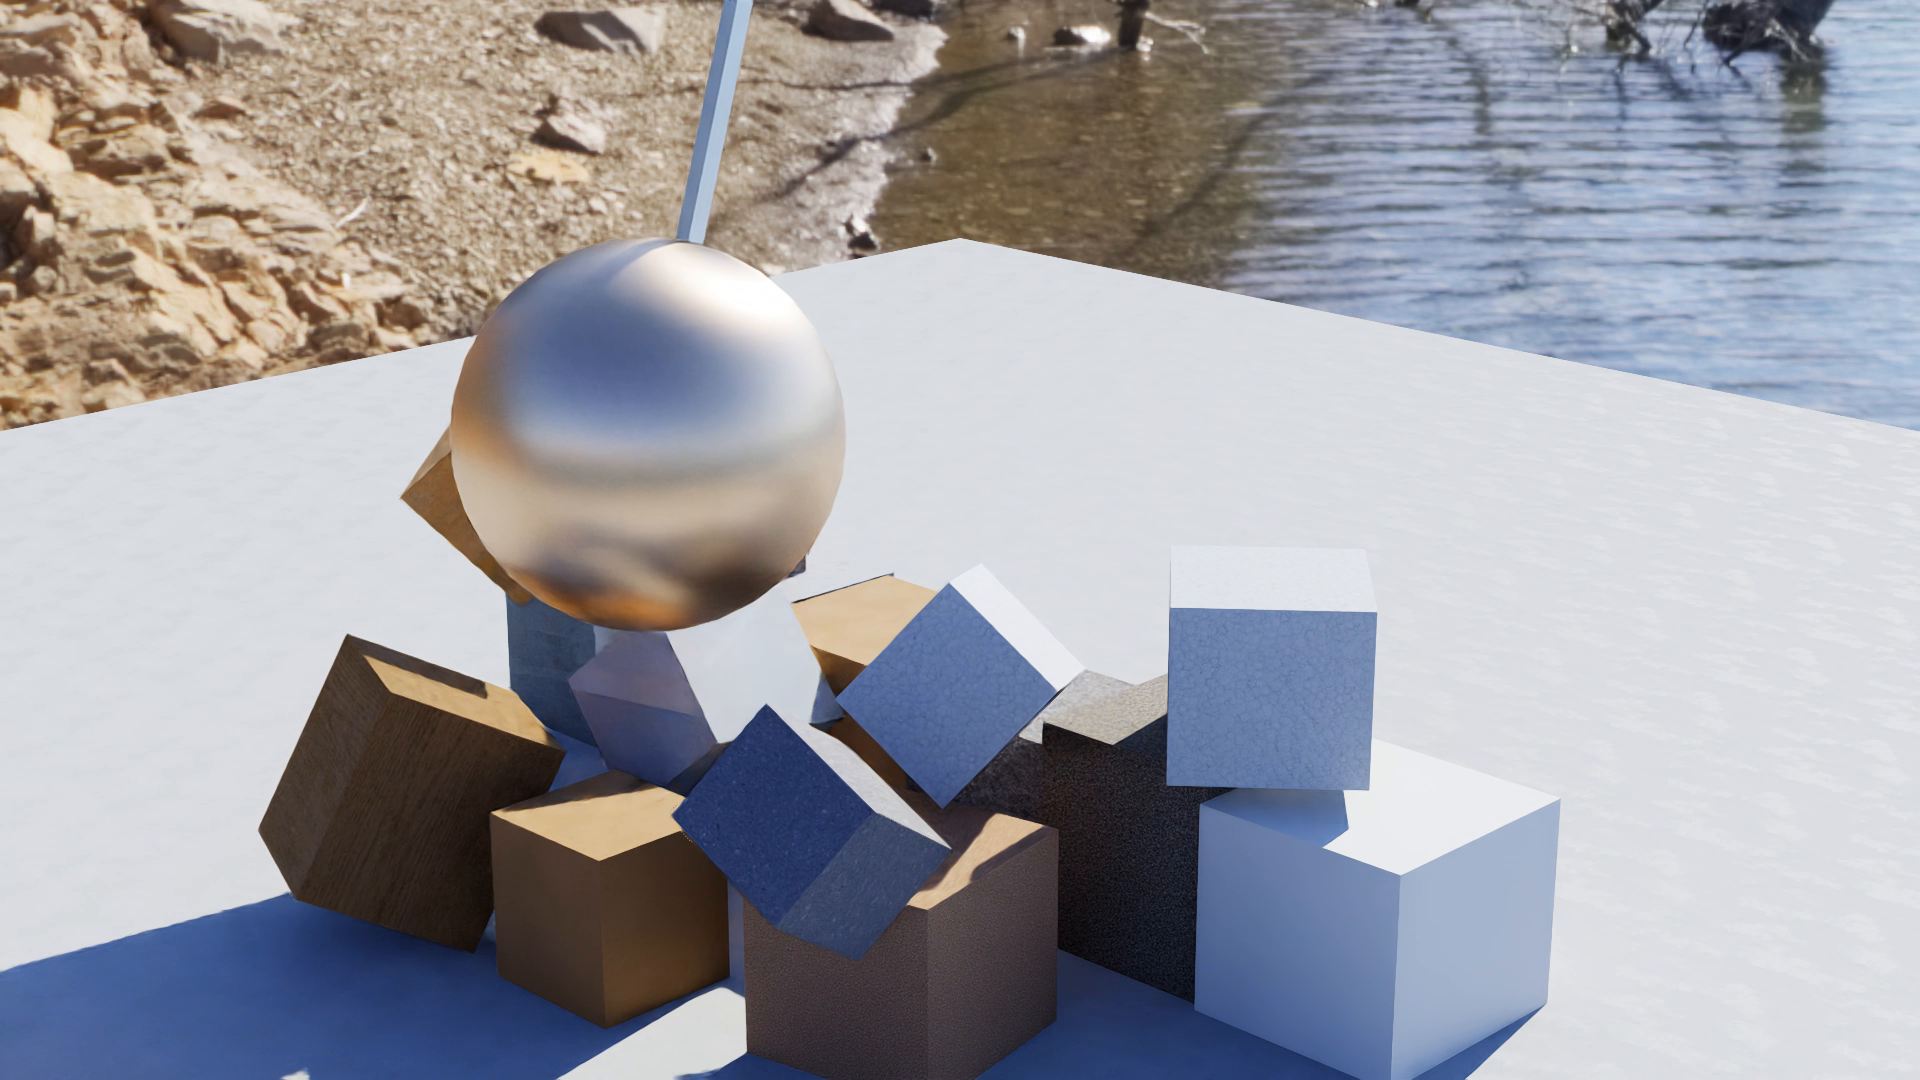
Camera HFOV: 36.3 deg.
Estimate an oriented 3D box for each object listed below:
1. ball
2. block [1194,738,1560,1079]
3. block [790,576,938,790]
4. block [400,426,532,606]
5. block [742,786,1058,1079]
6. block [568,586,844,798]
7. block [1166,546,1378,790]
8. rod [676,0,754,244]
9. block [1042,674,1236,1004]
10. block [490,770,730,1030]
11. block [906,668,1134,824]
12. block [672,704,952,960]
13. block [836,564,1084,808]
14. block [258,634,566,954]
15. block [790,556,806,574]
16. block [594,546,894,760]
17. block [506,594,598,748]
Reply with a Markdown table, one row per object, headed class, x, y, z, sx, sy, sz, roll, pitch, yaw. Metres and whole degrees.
| class | x | y | z | sx | sy | sz | roll | pitch | yaw |
| --- | --- | --- | --- | --- | --- | --- | --- | --- | --- |
| ball | -1.259 | -0.425 | 11.888 | 1.600 | 1.600 | 1.600 | 0 | 17 | 0 |
| block | 1.708 | 1.499 | 12.040 | 1.003 | 0.921 | 1.083 | 17 | 24 | 42 |
| block | -0.333 | 0.860 | 13.959 | 0.966 | 0.990 | 1.044 | -17 | 24 | -42 |
| block | -2.004 | -0.347 | 13.858 | 0.745 | 0.766 | 0.800 | -38 | 17 | 28 |
| block | -0.231 | 1.612 | 11.795 | 0.885 | 0.851 | 0.935 | 11 | 21 | 32 |
| block | -1.148 | 0.716 | 13.259 | 0.818 | 0.684 | 0.679 | -8 | -24 | -50 |
| block | 1.262 | 0.512 | 12.031 | 0.810 | 0.756 | 0.819 | 1 | 17 | 4 |
| rod | -0.546 | -3.736 | 11.595 | 0.080 | 5.200 | 0.080 | 17 | 7 | 42 |
| block | 0.999 | 1.254 | 12.644 | 0.904 | 1.026 | 0.930 | 16 | 24 | 41 |
| block | -1.469 | 1.496 | 12.335 | 0.716 | 0.749 | 0.678 | 16 | 24 | 42 |
| block | 0.376 | 1.125 | 13.319 | 0.837 | 0.867 | 0.913 | -17 | 24 | -42 |
| block | -0.553 | 1.101 | 11.013 | 0.652 | 0.556 | 0.647 | 42 | 4 | 32 |
| block | 0.009 | 0.597 | 12.183 | 0.624 | 0.691 | 0.645 | 45 | 13 | 4 |
| block | -2.397 | 1.097 | 12.773 | 0.838 | 0.970 | 0.809 | 23 | 6 | -29 |
| block | -1.248 | -0.192 | 14.582 | 0.724 | 0.637 | 0.712 | -9 | 20 | -26 |
| block | -1.076 | 0.631 | 14.682 | 1.067 | 0.993 | 1.050 | -16 | 24 | -42 |
| block | -1.767 | 0.546 | 15.340 | 0.846 | 0.761 | 0.841 | -17 | 24 | -42 |
